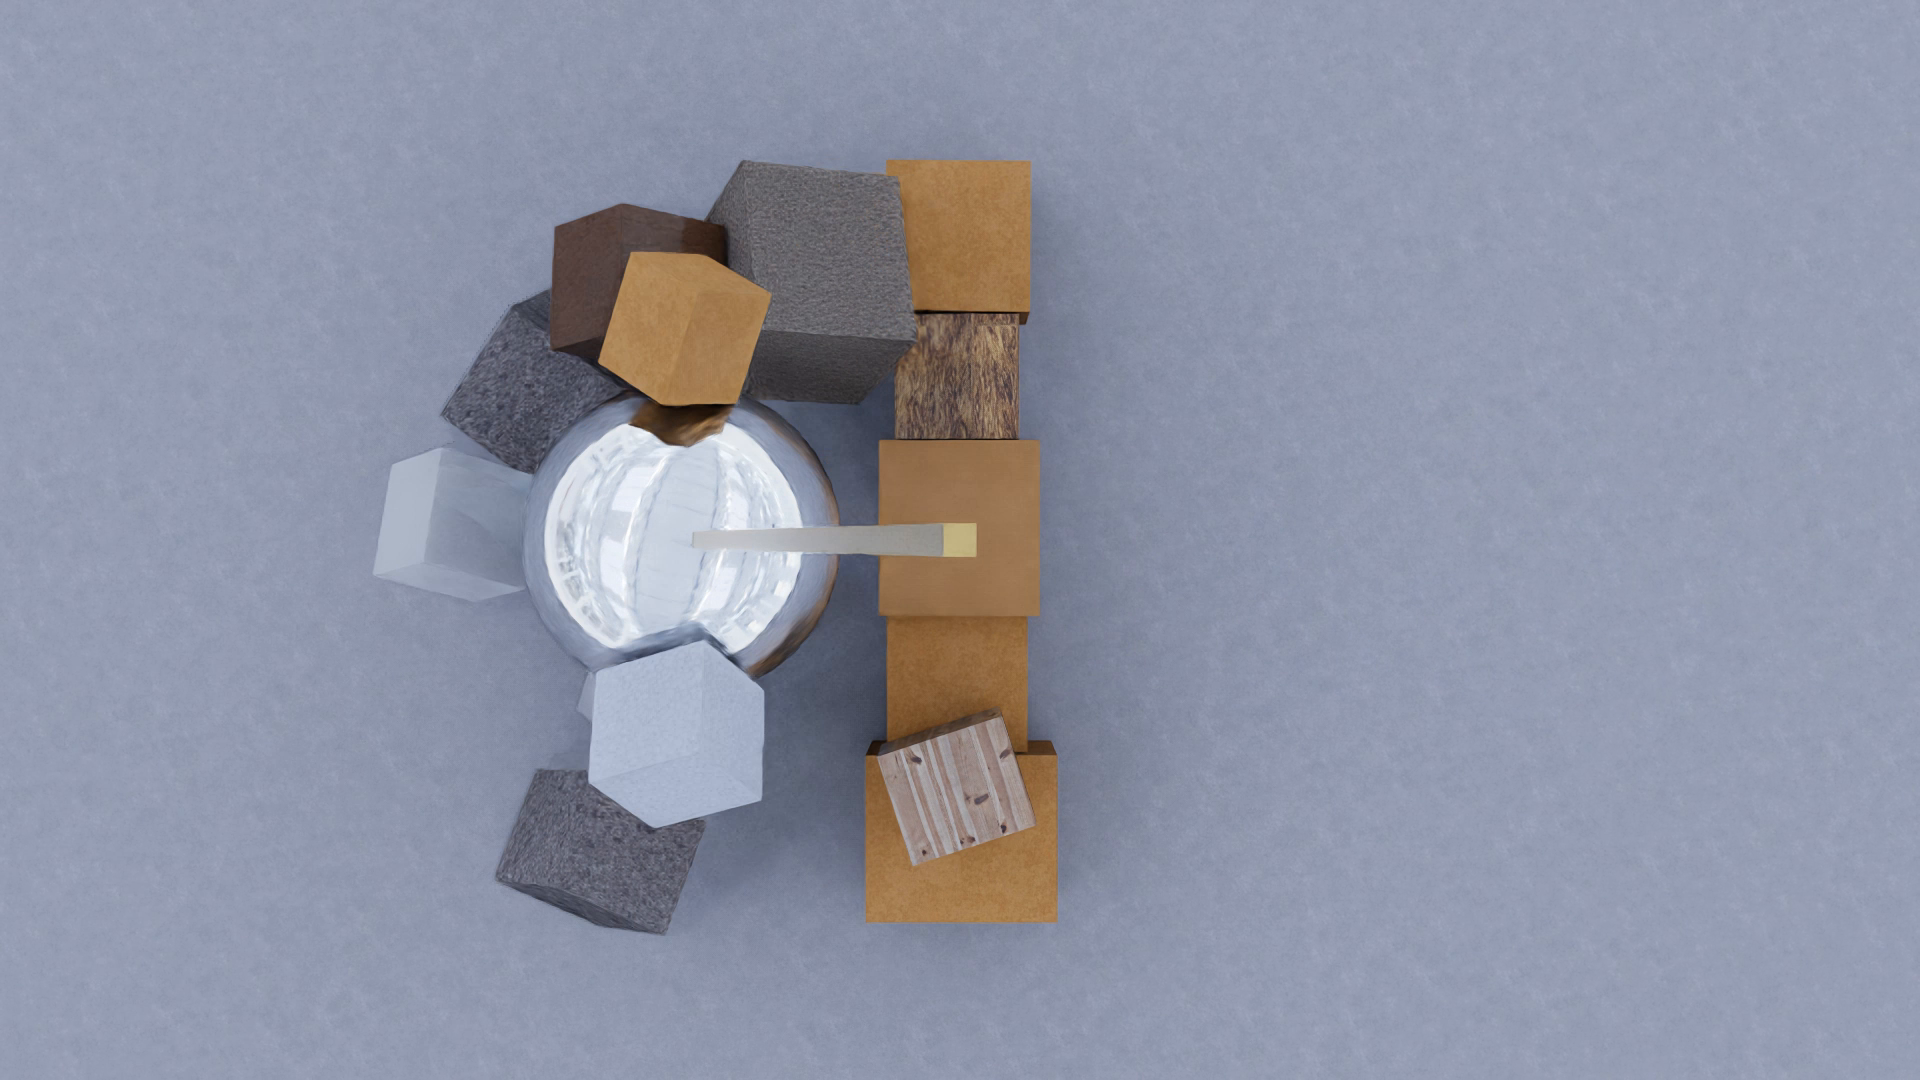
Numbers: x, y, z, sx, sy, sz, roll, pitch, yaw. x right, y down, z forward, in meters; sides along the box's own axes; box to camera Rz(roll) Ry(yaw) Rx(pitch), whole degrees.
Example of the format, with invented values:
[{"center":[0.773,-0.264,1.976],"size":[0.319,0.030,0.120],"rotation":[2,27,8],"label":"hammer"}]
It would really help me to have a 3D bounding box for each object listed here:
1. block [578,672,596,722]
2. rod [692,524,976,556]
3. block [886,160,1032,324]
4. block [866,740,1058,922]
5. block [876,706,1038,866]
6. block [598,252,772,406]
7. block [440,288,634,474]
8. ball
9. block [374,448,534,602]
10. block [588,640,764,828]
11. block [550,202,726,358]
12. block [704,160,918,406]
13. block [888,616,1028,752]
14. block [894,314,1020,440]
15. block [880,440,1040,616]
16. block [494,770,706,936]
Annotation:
[{"center":[-1.660,0.846,12.510],"size":[0.657,0.715,0.711],"rotation":[43,66,3],"label":"block"},{"center":[-0.605,0.000,7.752],"size":[0.080,5.200,0.080],"rotation":[0,90,-13],"label":"rod"},{"center":[-0.010,-1.694,12.618],"size":[0.806,0.763,0.838],"rotation":[1,90,0],"label":"block"},{"center":[0.008,1.648,12.559],"size":[1.057,0.882,0.922],"rotation":[0,90,0],"label":"block"},{"center":[-0.015,1.301,11.758],"size":[0.683,0.720,0.594],"rotation":[-18,90,0],"label":"block"},{"center":[-1.320,-1.013,10.548],"size":[0.483,0.501,0.577],"rotation":[33,113,32],"label":"block"},{"center":[-2.279,-0.848,12.468],"size":[0.799,0.848,0.754],"rotation":[36,107,-3],"label":"block"},{"center":[-1.396,0.000,11.059],"size":[1.600,1.600,1.600],"rotation":[0,90,0],"label":"ball"},{"center":[-2.736,-0.074,11.990],"size":[0.618,0.561,0.634],"rotation":[18,70,-38],"label":"block"},{"center":[-1.340,0.931,10.478],"size":[0.606,0.553,0.596],"rotation":[-17,54,21],"label":"block"},{"center":[-1.739,-1.356,11.843],"size":[0.644,0.685,0.680],"rotation":[7,81,-40],"label":"block"},{"center":[-0.863,-1.391,12.074],"size":[0.897,0.880,0.988],"rotation":[2,70,-24],"label":"block"},{"center":[-0.015,0.800,12.610],"size":[0.780,0.780,0.753],"rotation":[0,90,0],"label":"block"},{"center":[-0.017,-0.913,12.628],"size":[0.693,0.744,0.697],"rotation":[0,90,0],"label":"block"},{"center":[-0.003,-0.065,12.539],"size":[0.881,0.922,0.967],"rotation":[0,90,0],"label":"block"},{"center":[-2.030,1.755,12.405],"size":[0.748,0.733,0.670],"rotation":[32,67,-33],"label":"block"}]
